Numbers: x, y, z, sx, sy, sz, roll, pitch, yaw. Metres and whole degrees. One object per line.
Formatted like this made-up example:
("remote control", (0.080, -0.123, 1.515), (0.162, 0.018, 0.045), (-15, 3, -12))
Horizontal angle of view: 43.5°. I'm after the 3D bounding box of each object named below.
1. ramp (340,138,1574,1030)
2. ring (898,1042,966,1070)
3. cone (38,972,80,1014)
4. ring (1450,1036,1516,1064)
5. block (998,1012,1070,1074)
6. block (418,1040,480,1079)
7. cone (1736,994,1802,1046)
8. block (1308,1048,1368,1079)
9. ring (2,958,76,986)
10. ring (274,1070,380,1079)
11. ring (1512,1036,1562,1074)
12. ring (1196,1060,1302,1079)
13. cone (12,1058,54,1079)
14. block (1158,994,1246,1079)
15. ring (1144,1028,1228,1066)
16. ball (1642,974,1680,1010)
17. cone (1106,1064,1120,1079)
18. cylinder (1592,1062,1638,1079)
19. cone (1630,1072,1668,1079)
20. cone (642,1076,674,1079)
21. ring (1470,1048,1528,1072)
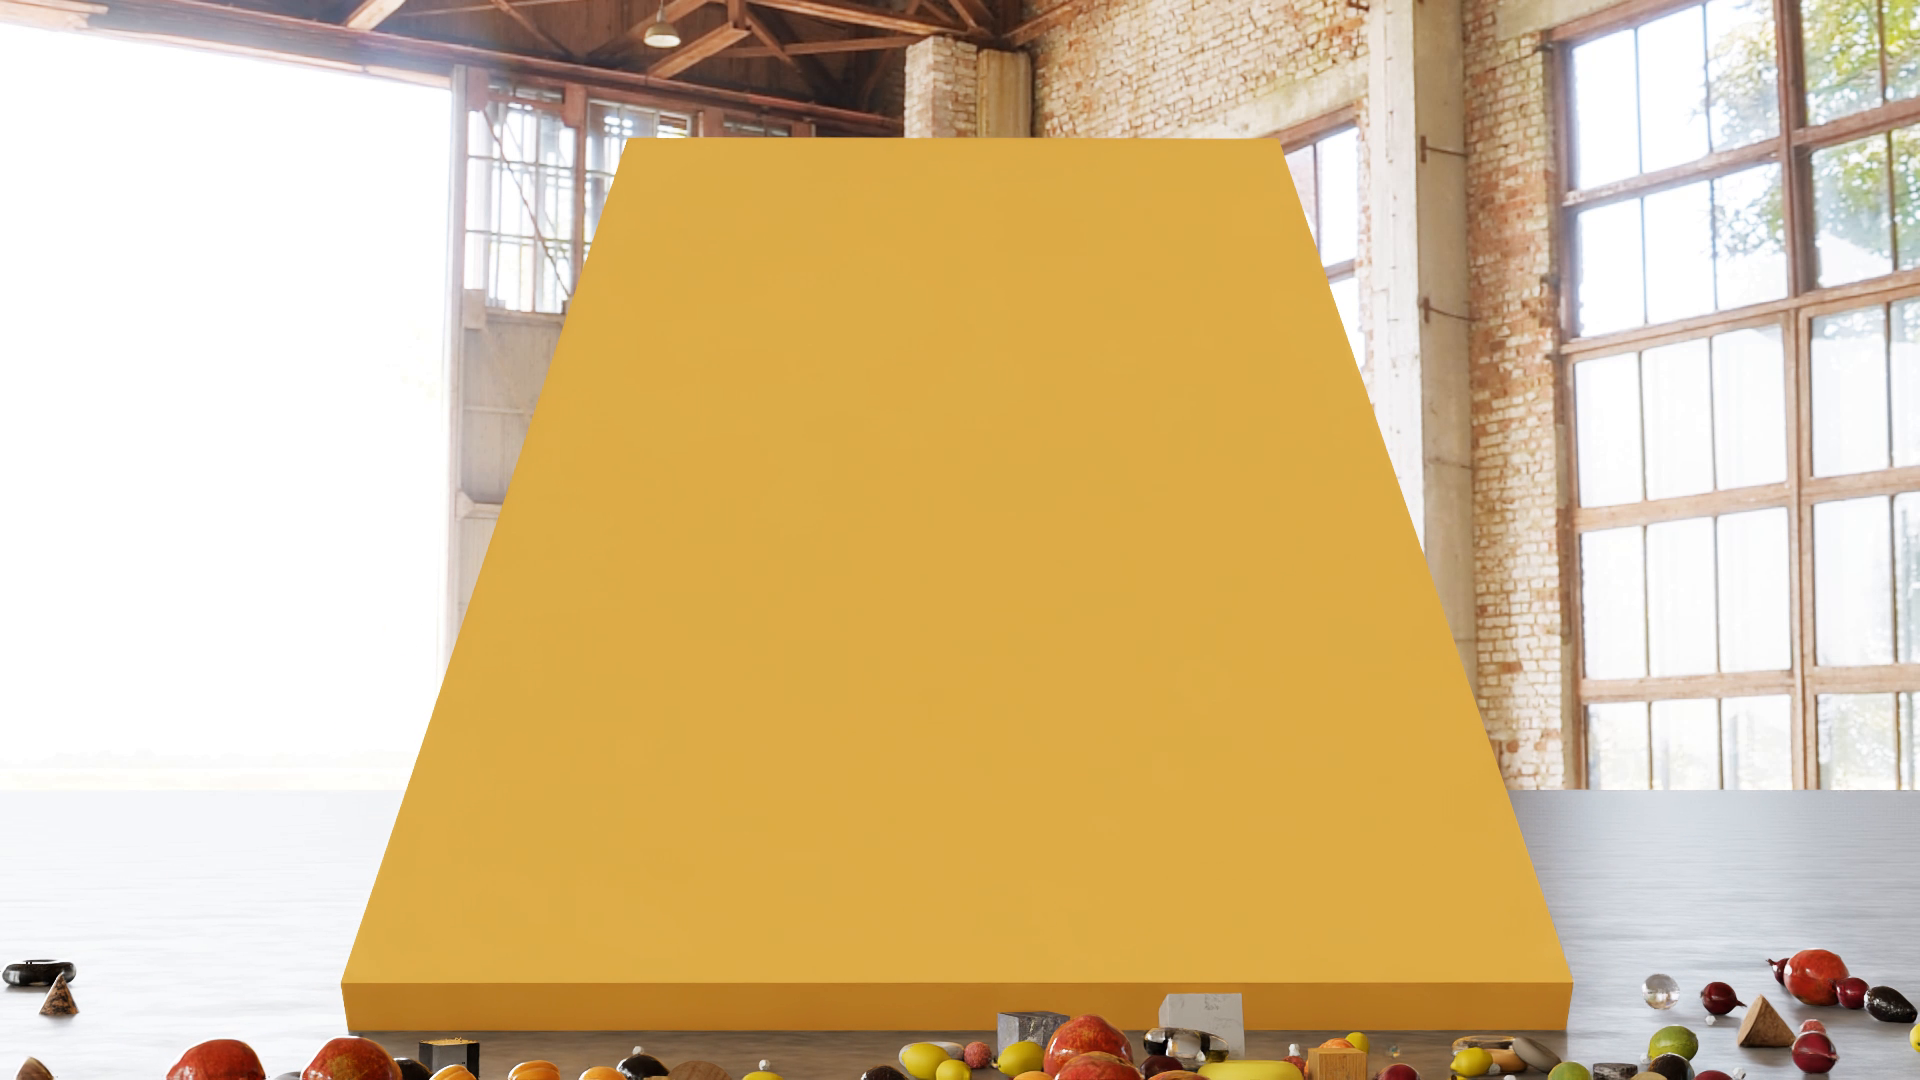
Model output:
("ramp", (-0.012, -0.215, 5.668), (2.000, 0.100, 4.000), (0, 29, 0))
("ring", (-0.039, 0.737, 3.436), (0.098, 0.033, 0.098), (-1, -5, 0))
("cone", (-1.591, 0.799, 4.249), (0.072, 0.072, 0.072), (0, -6, 0))
("ring", (0.767, 0.741, 3.487), (0.108, 0.036, 0.108), (-1, -6, 0))
("block", (0.104, 0.710, 3.397), (0.078, 0.078, 0.078), (2, -6, -21))
("block", (-0.684, 0.702, 3.219), (0.058, 0.058, 0.058), (5, -8, -40))
("cone", (1.259, 0.761, 3.708), (0.088, 0.088, 0.088), (26, 0, 12))
("block", (0.484, 0.687, 3.086), (0.062, 0.062, 0.062), (0, -6, -5))
("ring", (-1.858, 0.873, 4.853), (0.143, 0.048, 0.143), (0, -4, 0))
("ring", (-0.782, 0.683, 2.965), (0.142, 0.047, 0.142), (1, -6, 0))
("ring", (0.809, 0.722, 3.369), (0.075, 0.025, 0.075), (29, 6, -3))
("ring", (0.373, 0.696, 3.100), (0.138, 0.046, 0.138), (0, -10, 0))
("cone", (-1.174, 0.693, 2.996), (0.070, 0.070, 0.070), (-4, 19, 37))
("block", (0.324, 0.669, 3.226), (0.099, 0.099, 0.099), (0, -24, -3))
("ring", (0.293, 0.656, 3.116), (0.112, 0.037, 0.112), (8, -17, 2))
("ball", (1.254, 0.809, 4.303), (0.065, 0.065, 0.065), (0, -6, 0))
("cone", (0.189, 0.677, 2.967), (0.058, 0.058, 0.058), (0, -6, 0))
("cylinder", (0.817, 0.682, 2.997), (0.054, 0.054, 0.054), (0, -6, 0))
("cone", (0.841, 0.690, 2.940), (0.060, 0.060, 0.060), (-1, -32, 7))
("cone", (-0.328, 0.651, 2.636), (0.096, 0.096, 0.096), (0, -32, 0))
("ring", (0.762, 0.736, 3.396), (0.081, 0.027, 0.081), (1, -6, 0))
